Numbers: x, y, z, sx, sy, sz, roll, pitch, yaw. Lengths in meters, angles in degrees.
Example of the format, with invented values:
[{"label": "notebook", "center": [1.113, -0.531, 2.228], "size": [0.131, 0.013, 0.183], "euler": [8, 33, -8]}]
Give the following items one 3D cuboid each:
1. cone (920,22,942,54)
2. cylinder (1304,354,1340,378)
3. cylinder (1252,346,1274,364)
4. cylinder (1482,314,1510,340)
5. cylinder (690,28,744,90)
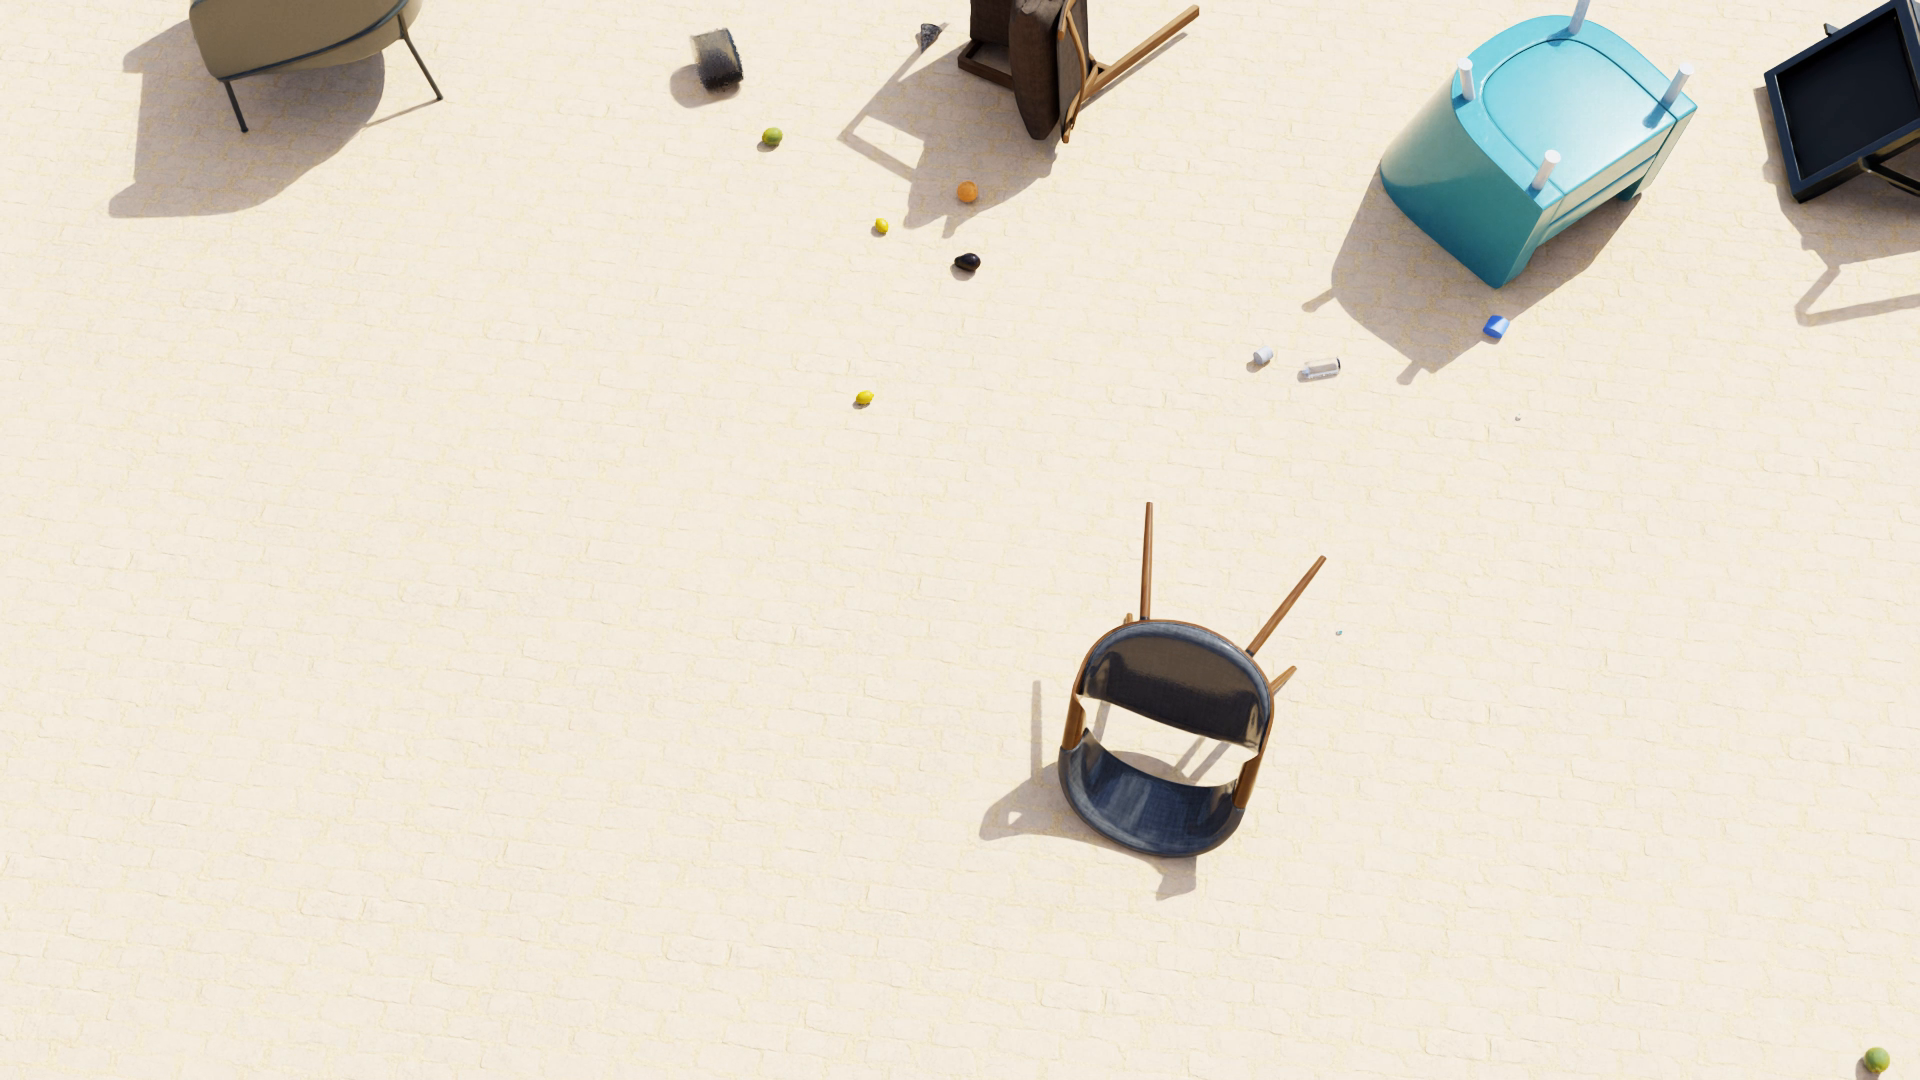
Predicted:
[{"label": "cone", "center": [-0.119, -1.754, 7.734], "size": [0.082, 0.056, 0.113], "euler": [14, 73, 18]}, {"label": "cylinder", "center": [1.139, -0.545, 6.914], "size": [0.105, 0.043, 0.048], "euler": [-19, 73, 2]}, {"label": "cylinder", "center": [0.956, -0.583, 6.935], "size": [0.046, 0.049, 0.045], "euler": [-31, 68, -21]}, {"label": "cylinder", "center": [1.709, -0.680, 7.007], "size": [0.066, 0.038, 0.061], "euler": [30, 77, 29]}, {"label": "cylinder", "center": [-0.842, -1.665, 7.607], "size": [0.132, 0.137, 0.210], "euler": [-17, 68, -11]}]
